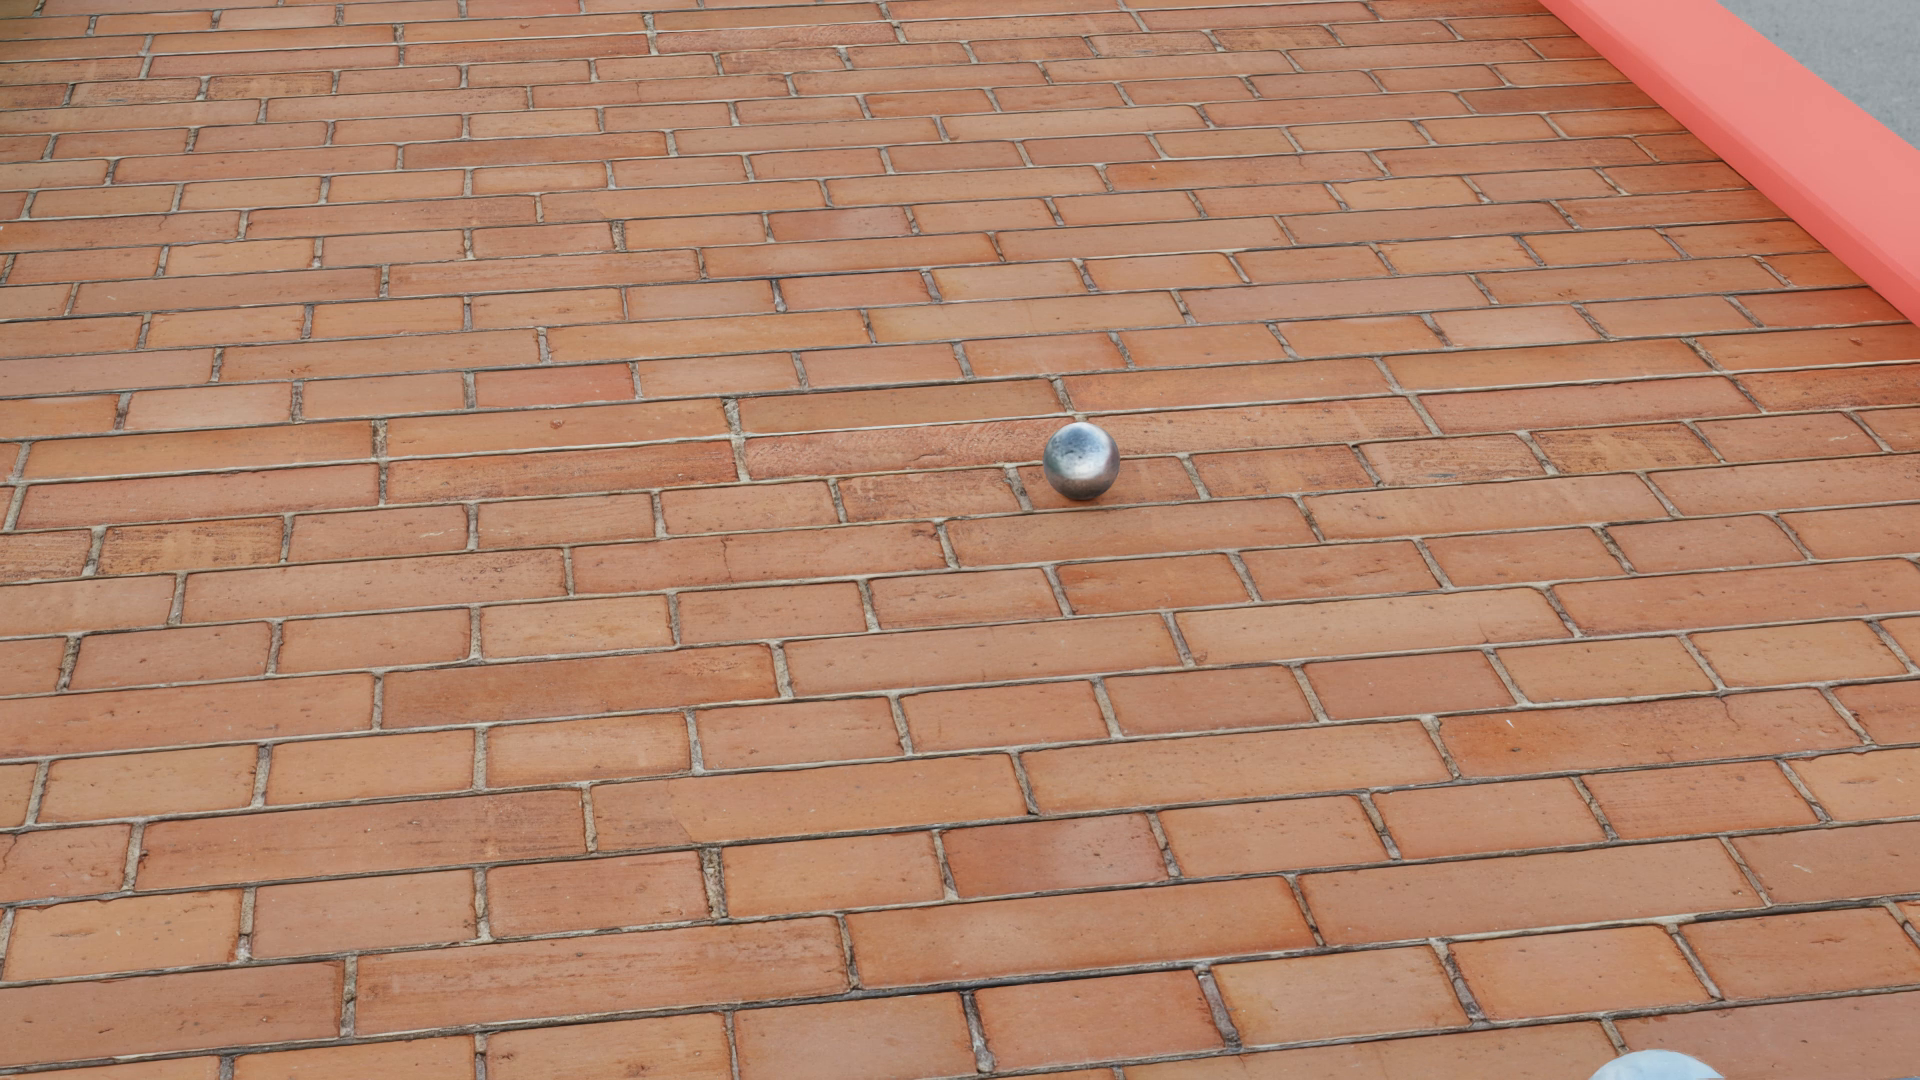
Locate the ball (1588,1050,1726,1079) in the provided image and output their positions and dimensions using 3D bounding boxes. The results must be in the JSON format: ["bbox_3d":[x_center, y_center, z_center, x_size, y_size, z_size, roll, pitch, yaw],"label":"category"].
[{"bbox_3d":[0.317,0.274,1.335,0.083,0.083,0.083,0,27,0],"label":"ball"}]

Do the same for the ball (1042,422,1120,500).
[{"bbox_3d":[0.083,-0.054,2.020,0.054,0.054,0.054,0,27,0],"label":"ball"}]

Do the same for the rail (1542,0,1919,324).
[{"bbox_3d":[0.663,-0.416,2.656,0.045,0.128,3.004,-4,27,-8],"label":"rail"}]
